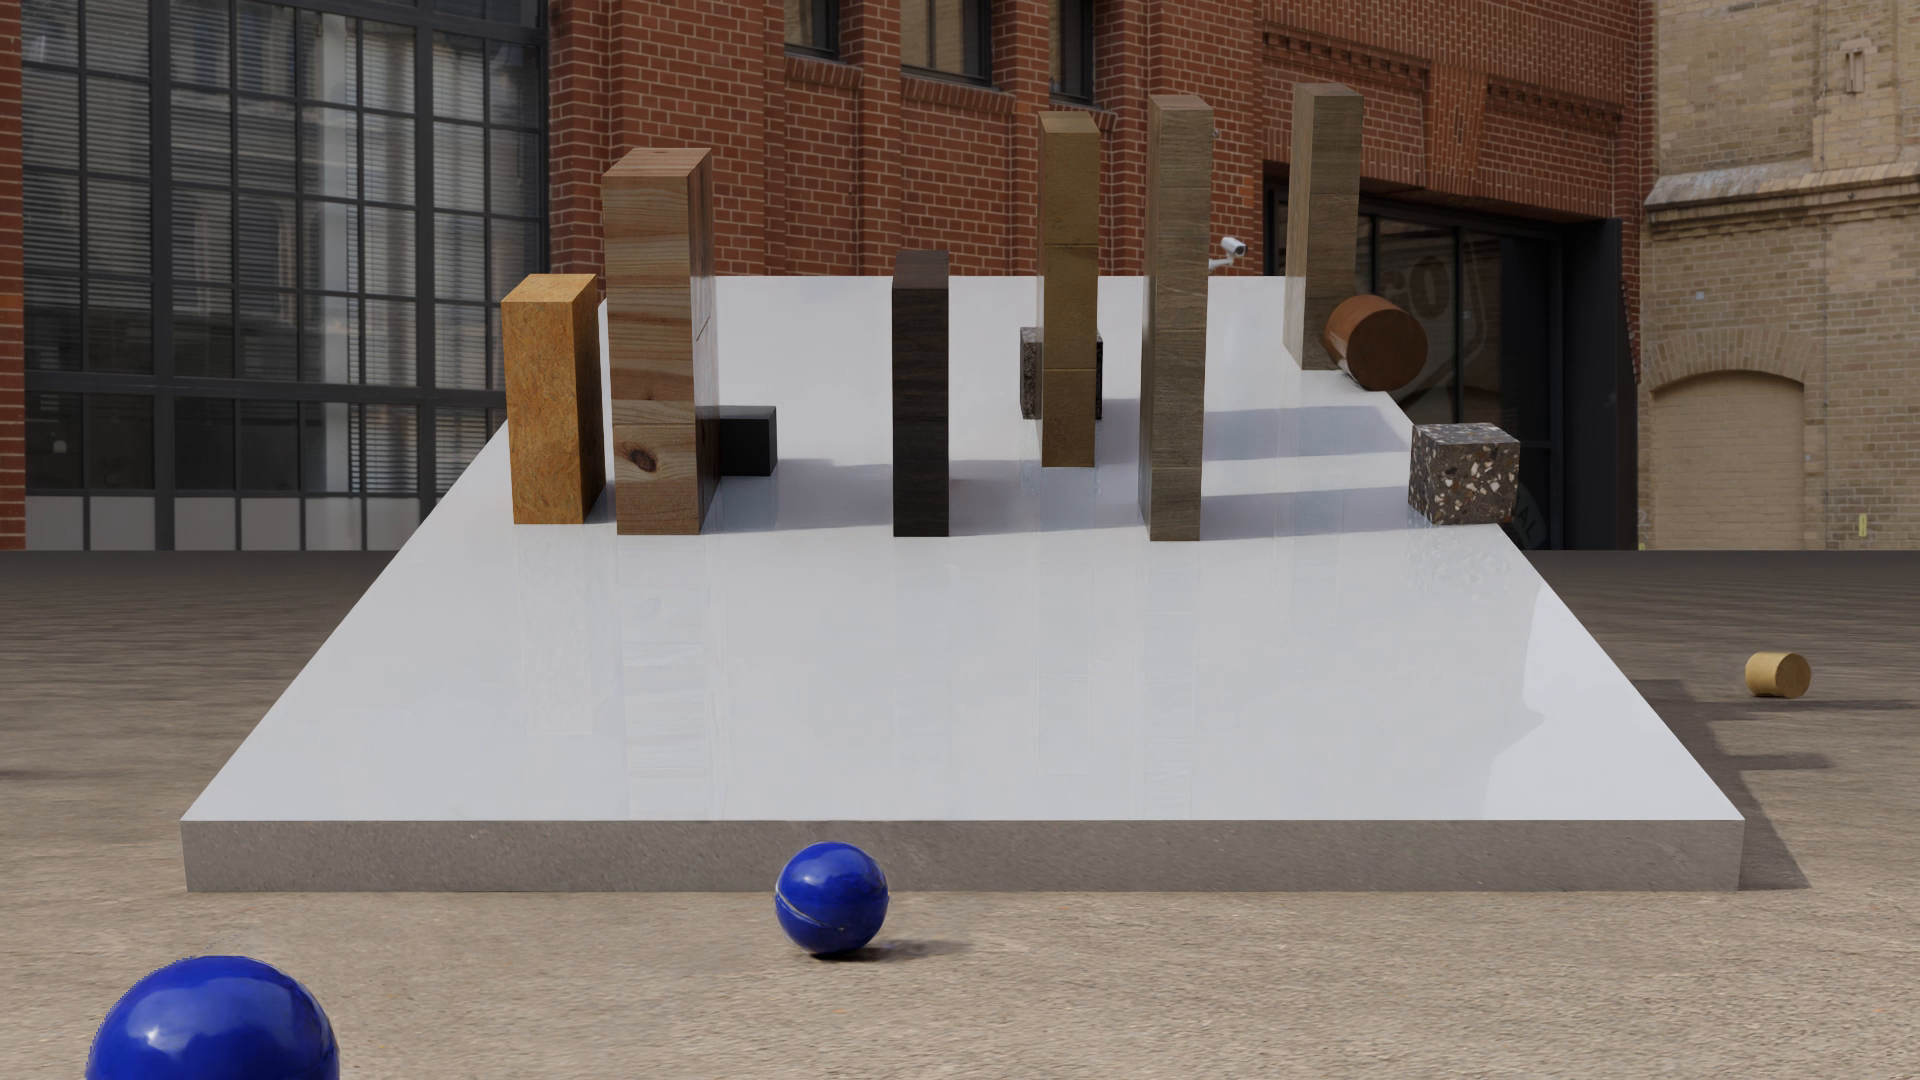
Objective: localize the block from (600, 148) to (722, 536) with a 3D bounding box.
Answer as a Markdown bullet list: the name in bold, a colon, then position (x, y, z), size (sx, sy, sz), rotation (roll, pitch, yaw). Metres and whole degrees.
- **block**: position (-0.552, -0.381, 4.157), size (0.149, 0.652, 0.419), rotation (0, 17, 0)

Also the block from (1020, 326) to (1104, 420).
- **block**: position (0.225, -0.376, 4.972), size (0.174, 0.174, 0.174), rotation (0, 17, -1)

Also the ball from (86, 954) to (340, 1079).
- **ball**: position (-0.510, 0.368, 1.520), size (0.166, 0.166, 0.166), rotation (0, 0, 0)

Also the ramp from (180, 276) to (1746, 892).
- **ramp**: position (-0.003, -0.170, 4.762), size (2.000, 0.100, 4.000), rotation (0, 17, 0)

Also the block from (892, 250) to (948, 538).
- **block**: position (-0.072, -0.285, 4.177), size (0.101, 0.457, 0.421), rotation (0, 17, 0)

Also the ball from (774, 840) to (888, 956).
- **ball**: position (-0.140, 0.391, 2.415), size (0.125, 0.125, 0.125), rotation (0, 0, 0)

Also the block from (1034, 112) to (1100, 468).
- **block**: position (0.220, -0.530, 4.619), size (0.107, 0.674, 0.412), rotation (0, 17, 0)

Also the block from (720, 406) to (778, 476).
- **block**: position (-0.436, -0.202, 4.489), size (0.117, 0.117, 0.117), rotation (1, 17, 3)

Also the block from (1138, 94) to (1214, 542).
- **block**: position (0.389, -0.406, 4.038), size (0.090, 0.771, 0.277), rotation (0, 17, 0)

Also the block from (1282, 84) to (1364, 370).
- **block**: position (0.891, -0.777, 5.468), size (0.117, 0.659, 0.330), rotation (0, 17, 0)

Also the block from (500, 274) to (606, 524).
- **block**: position (-0.765, -0.271, 4.196), size (0.128, 0.418, 0.290), rotation (0, 17, 0)

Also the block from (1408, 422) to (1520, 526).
- **block**: position (0.948, -0.126, 4.178), size (0.154, 0.154, 0.154), rotation (-2, 17, -7)

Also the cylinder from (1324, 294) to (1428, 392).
- **cylinder**: position (0.982, -0.468, 5.248), size (0.195, 0.195, 0.195), rotation (0, 17, -6)
